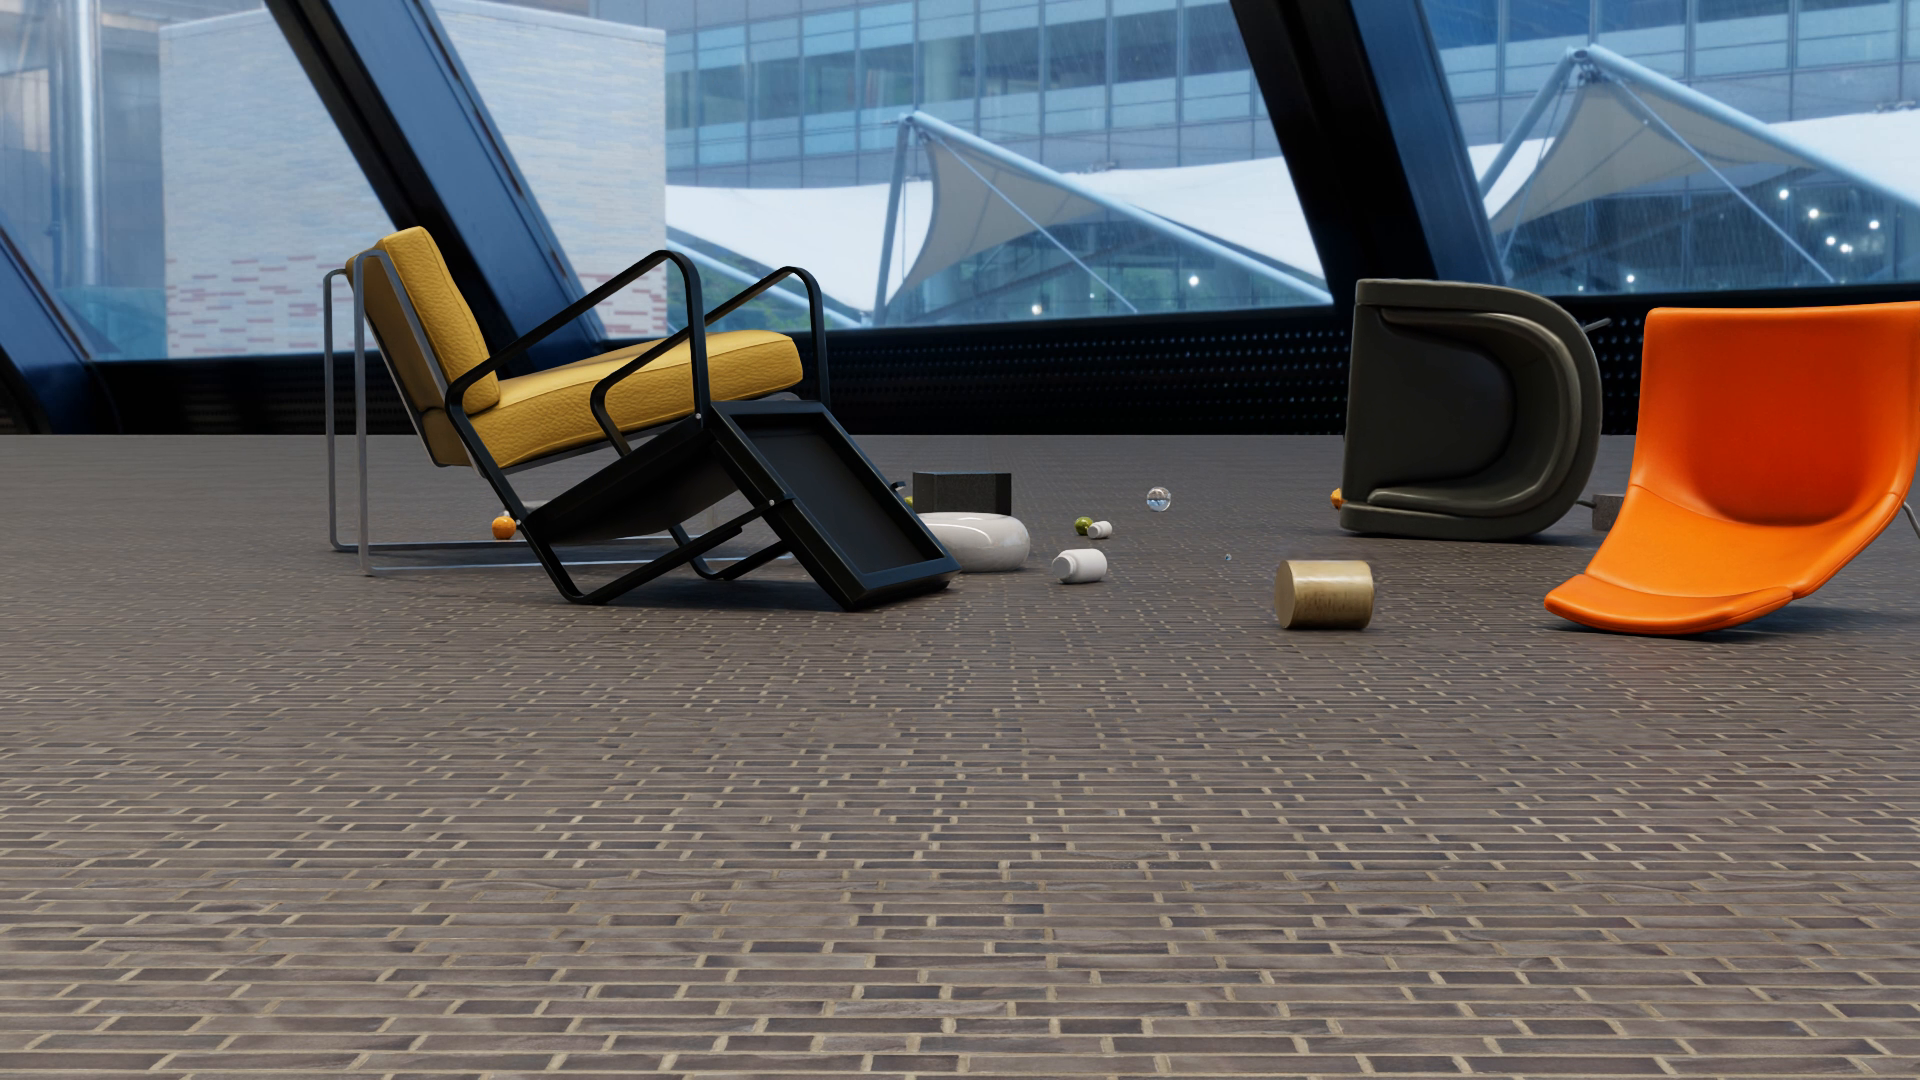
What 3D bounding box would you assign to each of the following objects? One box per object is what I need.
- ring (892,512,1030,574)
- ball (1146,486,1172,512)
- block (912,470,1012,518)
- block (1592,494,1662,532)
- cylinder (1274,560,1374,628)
[{"bbox_3d":[0.002,0.007,5.477,0.348,0.135,0.345,2,5,17],"label":"ring"},{"bbox_3d":[0.731,-0.151,8.083,0.092,0.092,0.092,0,4,0],"label":"ball"},{"bbox_3d":[0.005,-0.074,6.015,0.218,0.220,0.180,-2,4,-22],"label":"block"},{"bbox_3d":[2.115,-0.086,6.978,0.150,0.112,0.153,-1,4,-15],"label":"block"},{"bbox_3d":[0.683,0.102,4.135,0.148,0.128,0.180,0,1,-3],"label":"cylinder"}]
